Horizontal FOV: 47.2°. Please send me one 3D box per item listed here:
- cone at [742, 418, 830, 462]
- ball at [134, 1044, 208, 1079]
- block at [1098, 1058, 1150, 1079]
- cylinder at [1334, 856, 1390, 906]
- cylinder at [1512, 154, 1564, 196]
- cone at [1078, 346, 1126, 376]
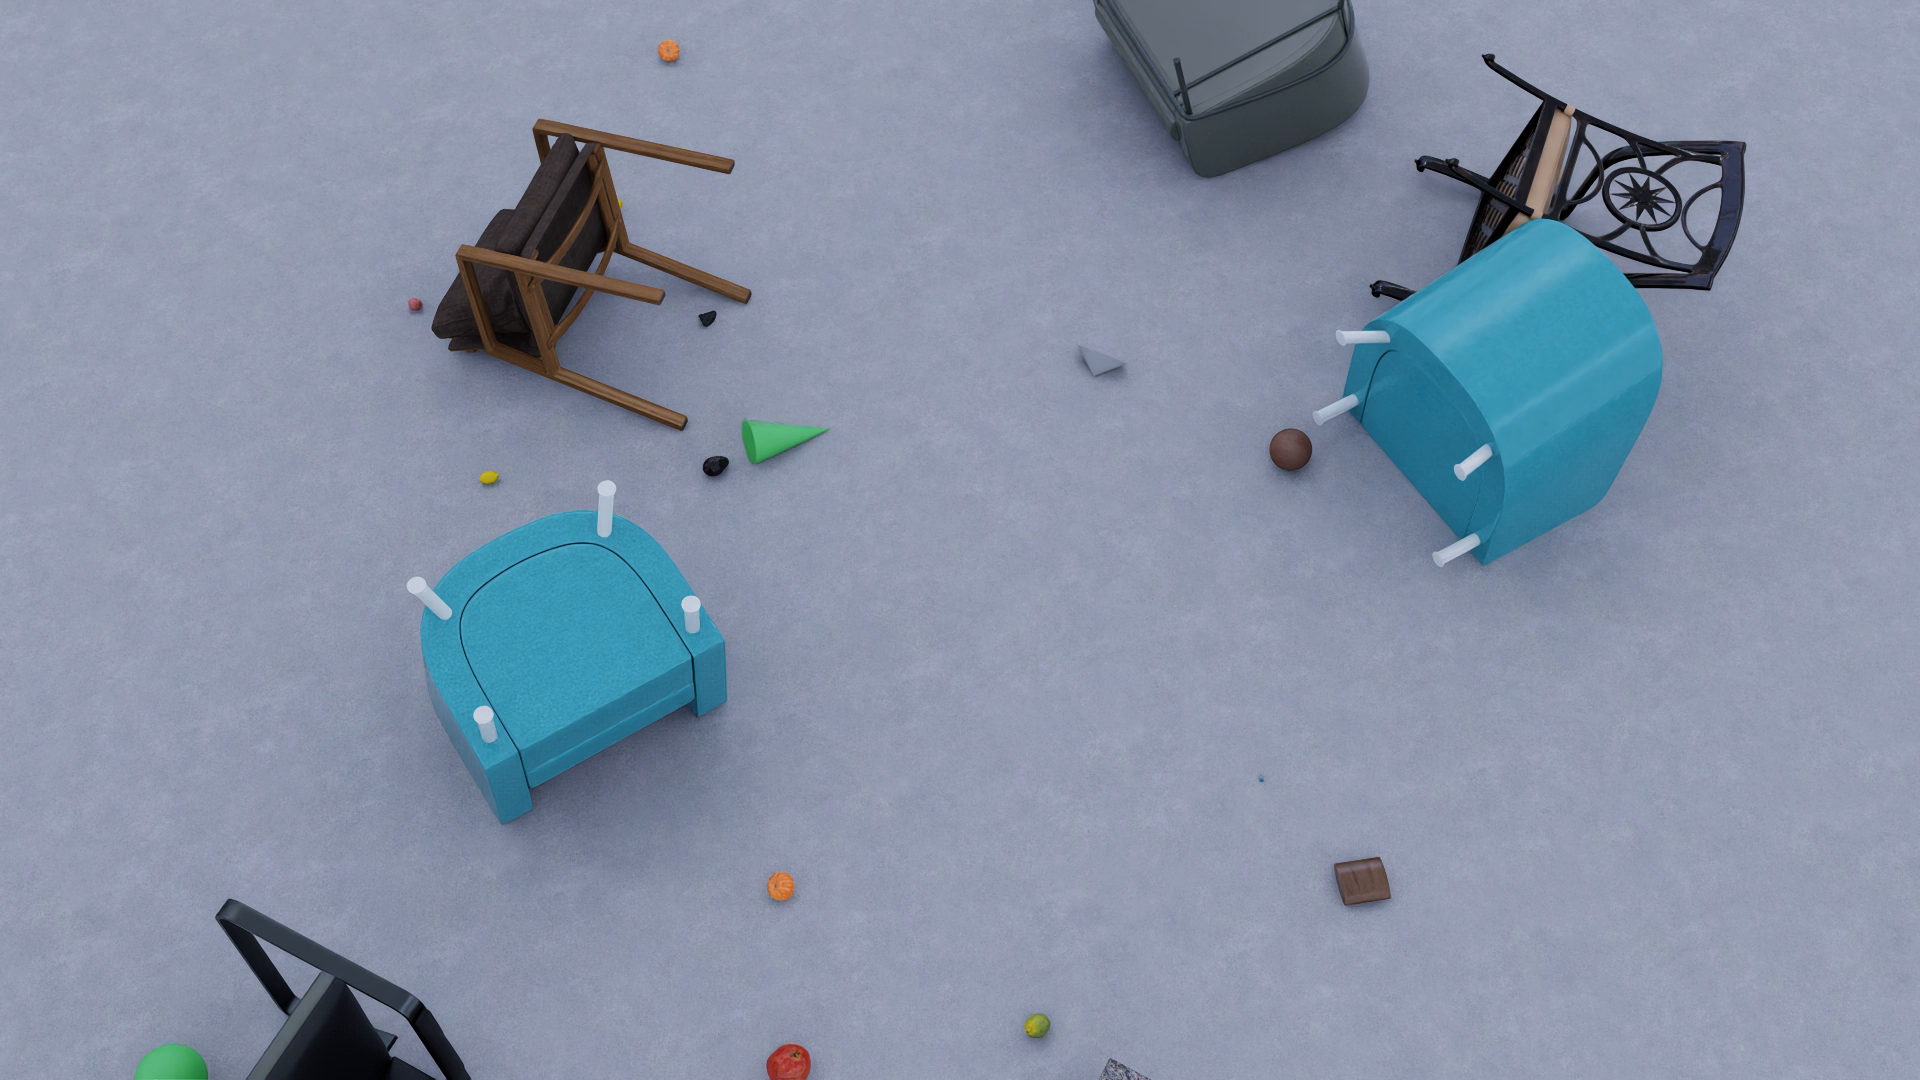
[{"bbox_3d":[-0.521,-0.324,6.758,0.268,0.113,0.151,-10,59,-21],"label":"cone"},{"bbox_3d":[-1.991,1.363,5.552,0.178,0.178,0.178,0,56,0],"label":"ball"},{"bbox_3d":[0.374,1.452,5.507,0.126,0.153,0.233,25,60,16],"label":"block"},{"bbox_3d":[1.084,0.919,5.928,0.125,0.048,0.122,-8,59,-5],"label":"cylinder"},{"bbox_3d":[1.932,-1.219,7.345,0.114,0.077,0.131,-39,64,-23],"label":"cylinder"},{"bbox_3d":[0.434,-0.549,6.915,0.168,0.114,0.074,22,97,9],"label":"cone"}]
